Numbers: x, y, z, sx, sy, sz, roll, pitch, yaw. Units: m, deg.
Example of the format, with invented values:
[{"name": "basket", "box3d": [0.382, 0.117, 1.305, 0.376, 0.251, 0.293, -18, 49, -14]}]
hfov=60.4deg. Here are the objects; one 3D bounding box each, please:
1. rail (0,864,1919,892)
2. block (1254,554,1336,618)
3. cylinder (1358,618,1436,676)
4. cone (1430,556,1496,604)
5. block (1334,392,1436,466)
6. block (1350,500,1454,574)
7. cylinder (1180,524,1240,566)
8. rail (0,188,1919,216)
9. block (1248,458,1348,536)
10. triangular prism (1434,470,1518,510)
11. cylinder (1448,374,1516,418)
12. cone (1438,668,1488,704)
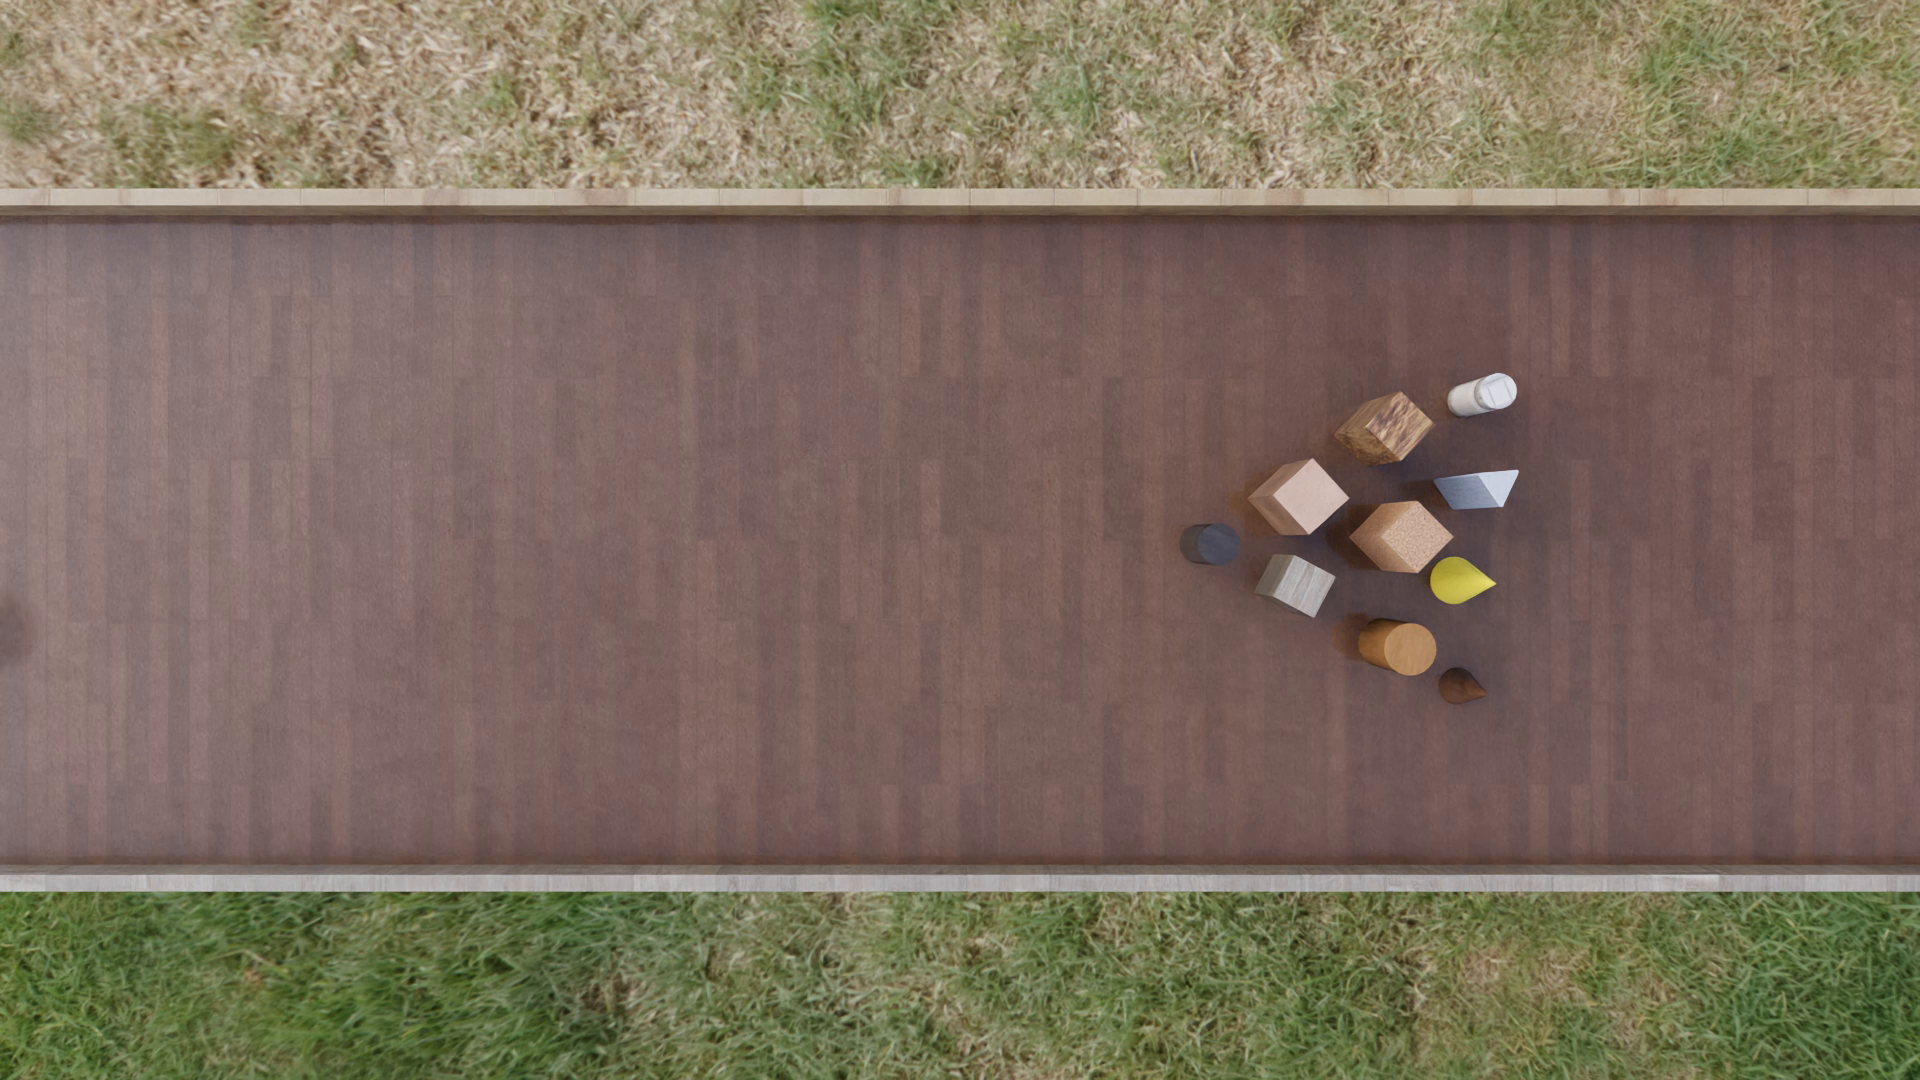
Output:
[{"name": "rail", "box3d": [-2.247, 1.025, 5.001, 12.000, 0.150, 0.050, 0, 90, 0]}, {"name": "block", "box3d": [0.993, 0.134, 4.916, 0.134, 0.320, 0.134, 28, 90, 0]}, {"name": "cylinder", "box3d": [1.302, 0.316, 4.922, 0.151, 0.309, 0.151, 0, 90, 0]}, {"name": "cone", "box3d": [1.521, 0.124, 4.875, 0.146, 0.404, 0.146, 0, 90, 0]}, {"name": "block", "box3d": [1.249, -0.324, 4.874, 0.141, 0.405, 0.141, 44, 90, 0]}, {"name": "block", "box3d": [1.299, -0.009, 4.881, 0.146, 0.390, 0.146, 45, 90, 0]}, {"name": "cylinder", "box3d": [0.736, 0.013, 4.881, 0.120, 0.392, 0.120, 0, 90, 0]}, {"name": "rail", "box3d": [-2.247, -1.025, 5.002, 12.000, 0.150, 0.050, 0, 90, 0]}, {"name": "block", "box3d": [0.991, -0.123, 4.866, 0.153, 0.422, 0.153, -42, 90, 0]}, {"name": "triangular prism", "box3d": [1.528, -0.167, 4.854, 0.098, 0.445, 0.113, -35, 90, 0]}, {"name": "cylinder", "box3d": [1.550, -0.429, 4.911, 0.102, 0.332, 0.102, 0, 90, 0]}, {"name": "cone", "box3d": [1.531, 0.449, 4.925, 0.114, 0.303, 0.114, 0, 90, 0]}]
